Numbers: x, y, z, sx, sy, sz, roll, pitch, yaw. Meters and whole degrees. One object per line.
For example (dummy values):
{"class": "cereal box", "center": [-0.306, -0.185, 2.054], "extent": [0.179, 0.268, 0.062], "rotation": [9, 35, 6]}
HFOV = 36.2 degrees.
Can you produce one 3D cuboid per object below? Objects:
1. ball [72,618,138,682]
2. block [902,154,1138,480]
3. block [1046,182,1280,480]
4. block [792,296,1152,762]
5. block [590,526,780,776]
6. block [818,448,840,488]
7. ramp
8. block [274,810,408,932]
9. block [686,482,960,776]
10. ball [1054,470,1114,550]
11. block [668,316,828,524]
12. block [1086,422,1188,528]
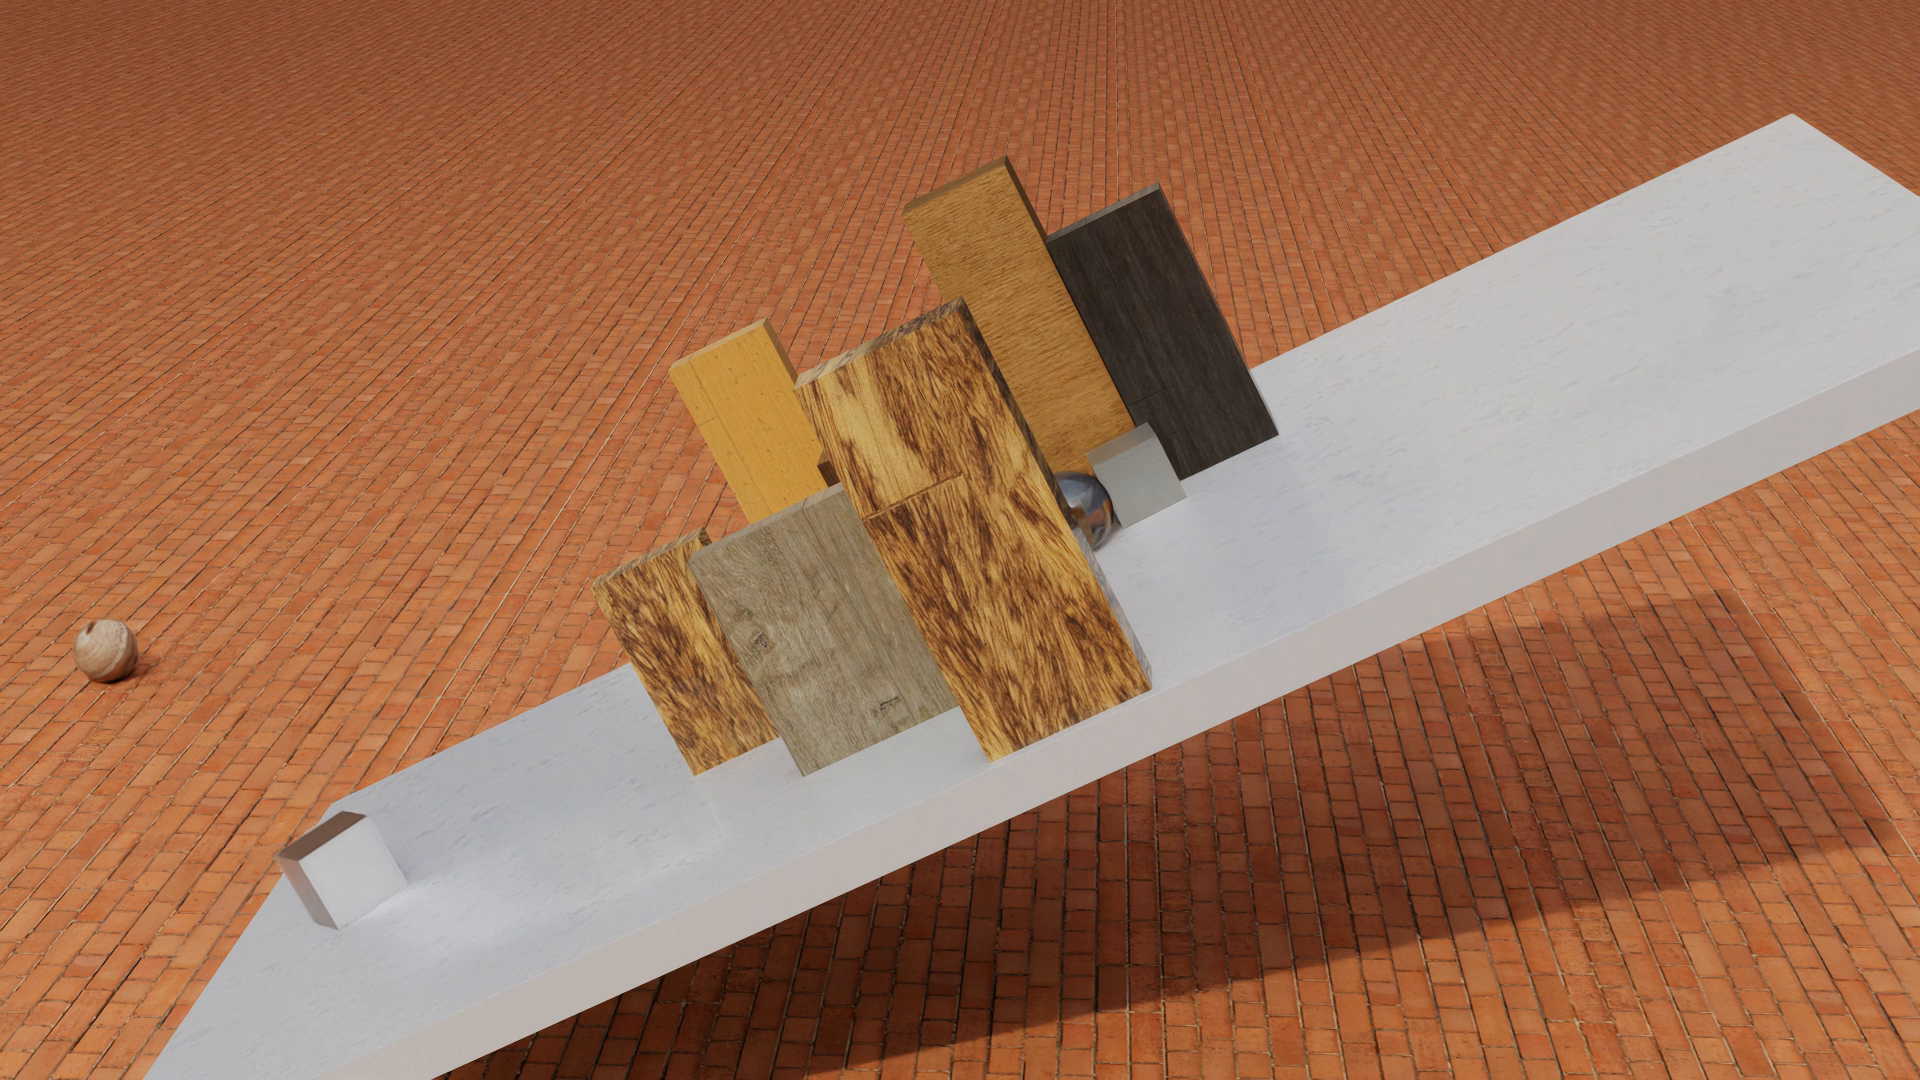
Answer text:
{"class": "ball", "center": [-2.536, 0.327, 8.732], "extent": [0.187, 0.187, 0.187], "rotation": [0, 17, 0]}
{"class": "block", "center": [0.166, -0.439, 6.553], "extent": [0.252, 0.794, 0.143], "rotation": [-25, 14, 10]}
{"class": "block", "center": [0.446, -0.448, 6.450], "extent": [0.271, 0.607, 0.090], "rotation": [-25, 14, 10]}
{"class": "block", "center": [0.029, -0.015, 5.291], "extent": [0.327, 0.775, 0.124], "rotation": [-25, 14, 10]}
{"class": "block", "center": [-0.547, 0.234, 6.160], "extent": [0.255, 0.459, 0.084], "rotation": [-25, 14, 10]}
{"class": "block", "center": [-0.053, -0.053, 6.298], "extent": [0.326, 0.446, 0.148], "rotation": [-25, 14, 10]}
{"class": "ramp", "center": [0.139, 0.168, 6.281], "extent": [4.000, 0.100, 2.000], "rotation": [-25, 14, 10]}
{"class": "block", "center": [-1.369, 0.730, 6.507], "extent": [0.182, 0.182, 0.182], "rotation": [-34, 15, -26]}
{"class": "block", "center": [-0.261, 0.173, 5.770], "extent": [0.352, 0.489, 0.080], "rotation": [-25, 14, 10]}
{"class": "ball", "center": [0.236, -0.056, 6.306], "extent": [0.187, 0.187, 0.187], "rotation": [0, 17, 0]}
{"class": "block", "center": [-0.419, -0.174, 6.981], "extent": [0.252, 0.664, 0.091], "rotation": [-25, 14, 10]}
{"class": "block", "center": [0.383, -0.141, 6.408], "extent": [0.153, 0.153, 0.153], "rotation": [-27, 14, 3]}
